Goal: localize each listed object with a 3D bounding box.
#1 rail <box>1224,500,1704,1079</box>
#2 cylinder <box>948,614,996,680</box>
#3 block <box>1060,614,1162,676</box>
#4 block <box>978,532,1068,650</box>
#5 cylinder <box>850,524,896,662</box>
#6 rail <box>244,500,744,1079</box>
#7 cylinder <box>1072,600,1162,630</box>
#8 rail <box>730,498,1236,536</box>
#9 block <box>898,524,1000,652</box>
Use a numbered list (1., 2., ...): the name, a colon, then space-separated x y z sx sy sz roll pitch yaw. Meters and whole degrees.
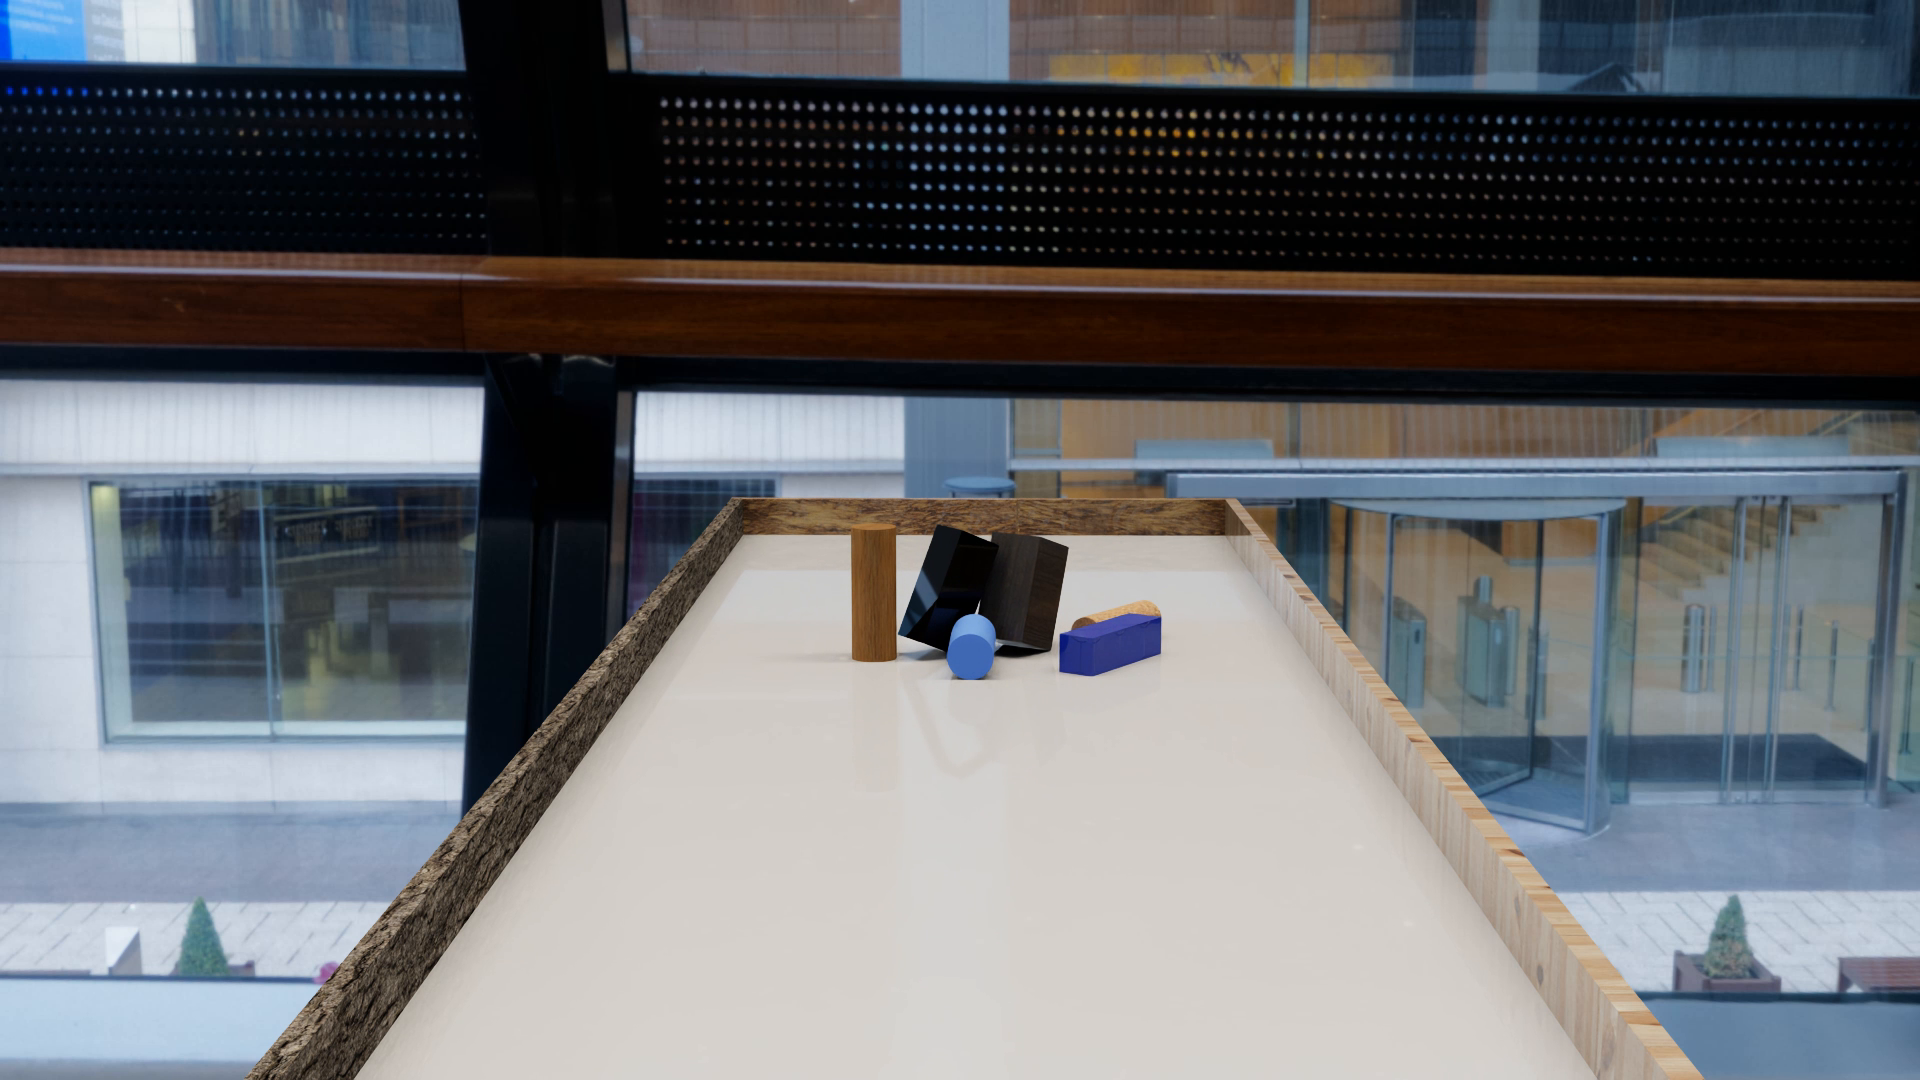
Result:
1. rail: 1.046 0.843 3.208 0.050 0.150 12.000 0 9 1
2. cylinder: 0.036 0.318 6.567 0.137 0.137 0.307 0 9 2
3. block: 0.458 0.315 6.656 0.115 0.115 0.403 6 11 35
4. block: 0.191 0.159 6.828 0.176 0.329 0.176 6 -7 34
5. cylinder: -0.262 0.160 6.704 0.138 0.406 0.138 0 9 0
6. rail: -1.004 0.839 3.234 0.050 0.150 12.000 0 9 1
7. cylinder: 0.493 0.272 6.920 0.116 0.116 0.357 6 11 35
8. rail: 0.099 -0.098 9.147 2.100 0.150 0.050 0 9 1
9. block: -0.036 0.154 6.781 0.147 0.364 0.147 22 -4 -33
